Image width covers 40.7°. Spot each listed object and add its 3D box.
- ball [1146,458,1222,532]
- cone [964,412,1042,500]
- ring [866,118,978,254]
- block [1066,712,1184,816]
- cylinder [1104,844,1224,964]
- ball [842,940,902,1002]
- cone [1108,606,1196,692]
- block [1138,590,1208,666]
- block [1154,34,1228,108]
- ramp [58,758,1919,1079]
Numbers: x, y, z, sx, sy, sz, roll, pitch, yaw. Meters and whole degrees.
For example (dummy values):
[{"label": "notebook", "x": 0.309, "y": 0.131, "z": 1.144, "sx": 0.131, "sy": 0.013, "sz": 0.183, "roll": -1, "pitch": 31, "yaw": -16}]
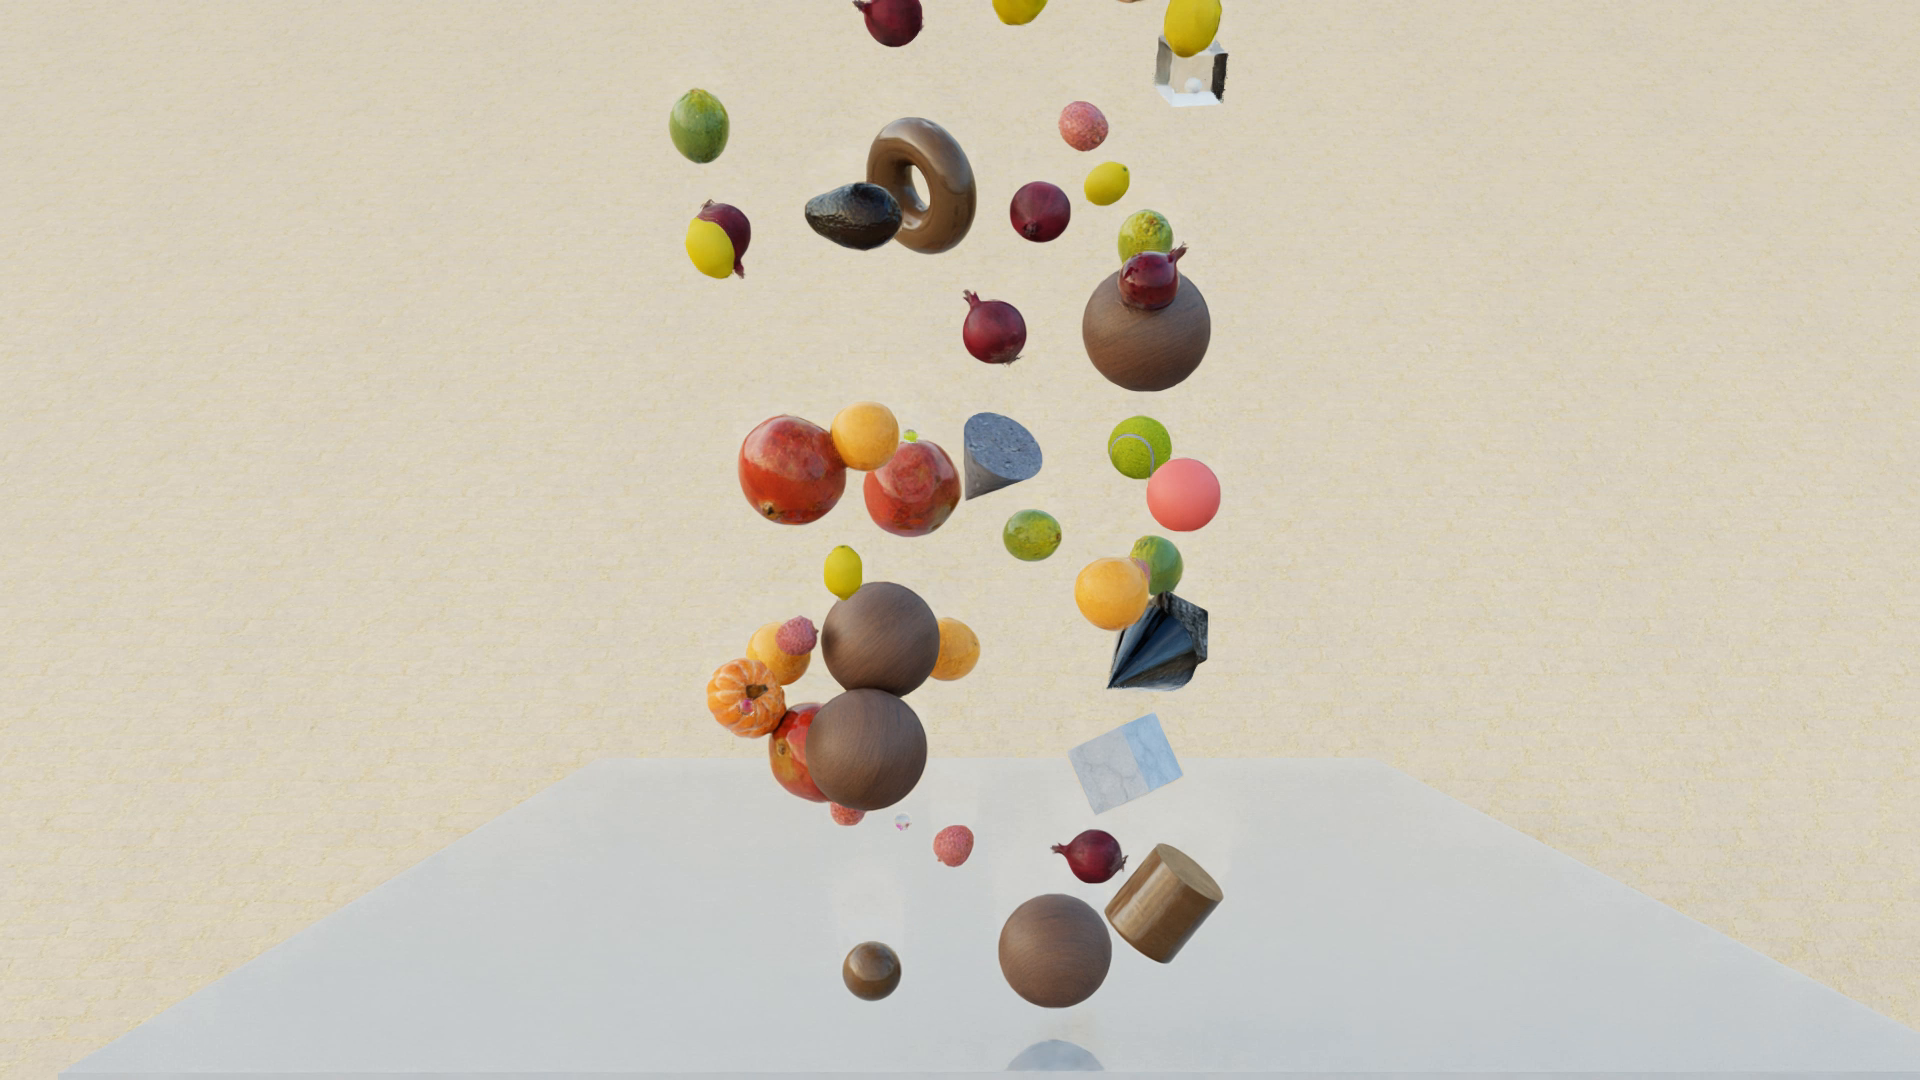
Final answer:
[{"label": "ball", "x": 0.210, "y": -0.042, "z": 2.427, "sx": 0.070, "sy": 0.070, "sz": 0.070, "roll": 0, "pitch": 30, "yaw": 0}, {"label": "cone", "x": 0.023, "y": -0.063, "z": 2.463, "sx": 0.083, "sy": 0.083, "sz": 0.083, "roll": 18, "pitch": 44, "yaw": -18}, {"label": "ring", "x": -0.038, "y": -0.346, "z": 2.527, "sx": 0.046, "sy": 0.137, "sz": 0.137, "roll": -26, "pitch": 39, "yaw": -37}, {"label": "block", "x": 0.180, "y": 0.244, "z": 2.829, "sx": 0.077, "sy": 0.077, "sz": 0.077, "roll": -29, "pitch": -8, "yaw": 34}, {"label": "cylinder", "x": 0.211, "y": 0.376, "z": 2.680, "sx": 0.088, "sy": 0.088, "sz": 0.088, "roll": 35, "pitch": 13, "yaw": -10}, {"label": "ball", "x": -0.095, "y": 0.464, "z": 2.787, "sx": 0.064, "sy": 0.064, "sz": 0.064, "roll": 0, "pitch": 30, "yaw": 0}, {"label": "cone", "x": 0.174, "y": 0.131, "z": 2.629, "sx": 0.096, "sy": 0.096, "sz": 0.096, "roll": 19, "pitch": 33, "yaw": 29}, {"label": "block", "x": 0.219, "y": 0.101, "z": 2.725, "sx": 0.060, "sy": 0.060, "sz": 0.060, "roll": 26, "pitch": 50, "yaw": -28}, {"label": "block", "x": 0.226, "y": -0.460, "z": 2.532, "sx": 0.052, "sy": 0.052, "sz": 0.052, "roll": -6, "pitch": 34, "yaw": -15}, {"label": "ramp", "x": 0.068, "y": 0.605, "z": 4.671, "sx": 2.000, "sy": 0.100, "sz": 4.000, "roll": 0, "pitch": 0, "yaw": 0}]
